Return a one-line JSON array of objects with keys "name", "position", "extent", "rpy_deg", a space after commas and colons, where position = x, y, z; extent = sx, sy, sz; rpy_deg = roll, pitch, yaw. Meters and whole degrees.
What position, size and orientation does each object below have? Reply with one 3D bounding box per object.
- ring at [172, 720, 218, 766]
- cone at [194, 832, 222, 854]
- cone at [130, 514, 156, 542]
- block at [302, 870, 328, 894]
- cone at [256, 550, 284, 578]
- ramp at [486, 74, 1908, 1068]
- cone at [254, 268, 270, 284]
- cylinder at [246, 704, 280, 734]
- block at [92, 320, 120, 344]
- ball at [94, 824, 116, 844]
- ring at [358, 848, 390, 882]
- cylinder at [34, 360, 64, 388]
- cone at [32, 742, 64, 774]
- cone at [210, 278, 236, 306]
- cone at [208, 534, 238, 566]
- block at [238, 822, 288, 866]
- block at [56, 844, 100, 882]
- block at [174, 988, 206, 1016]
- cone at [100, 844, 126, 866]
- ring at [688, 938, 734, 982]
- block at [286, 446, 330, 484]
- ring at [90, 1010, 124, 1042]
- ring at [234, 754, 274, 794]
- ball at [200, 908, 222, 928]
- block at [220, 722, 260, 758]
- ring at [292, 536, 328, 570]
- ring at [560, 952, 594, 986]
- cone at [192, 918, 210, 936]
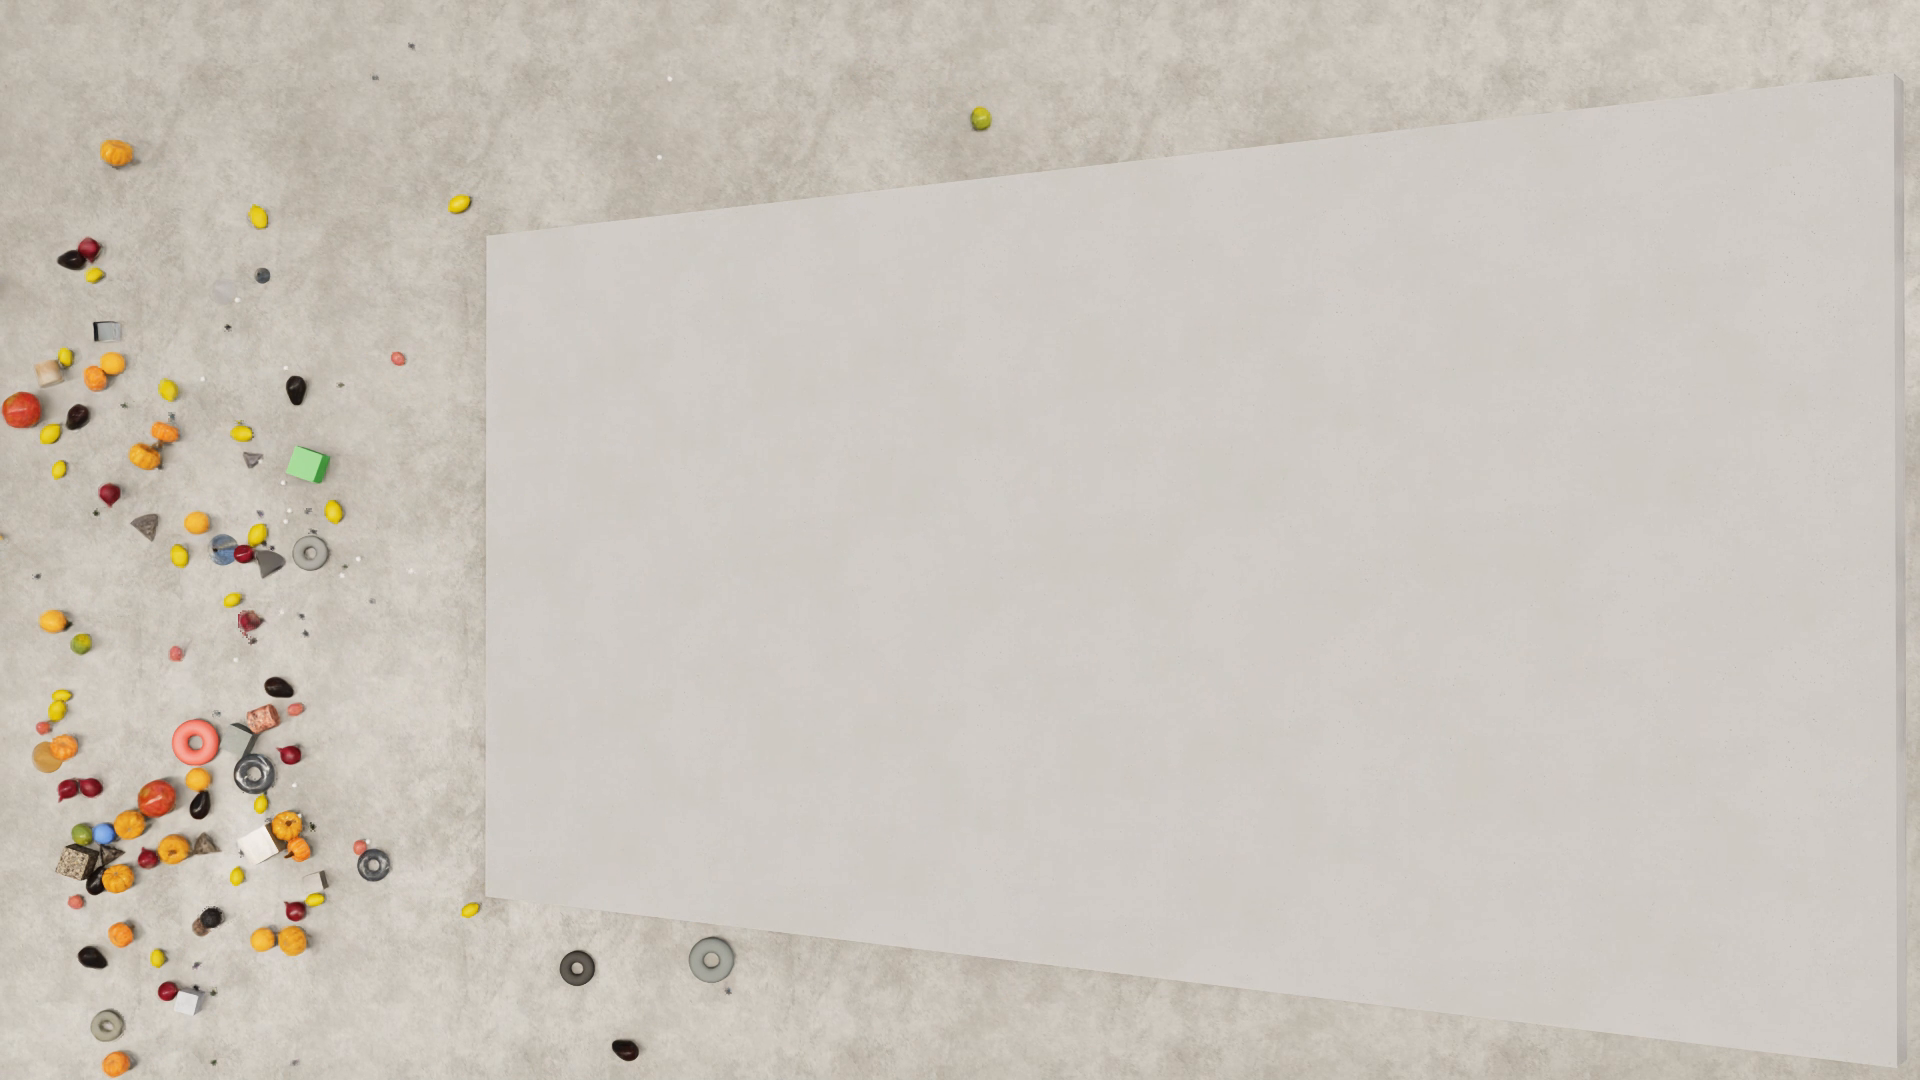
[{"name": "ring", "position": [-2.334, 0.619, 6.713], "extent": [0.143, 0.048, 0.143], "rpy_deg": [0, 91, 0]}, {"name": "cone", "position": [-2.290, 0.938, 6.717], "extent": [0.074, 0.074, 0.074], "rpy_deg": [28, 90, -26]}, {"name": "cone", "position": [-2.483, -0.027, 6.724], "extent": [0.079, 0.079, 0.079], "rpy_deg": [-10, 116, 0]}, {"name": "block", "position": [-1.966, 1.043, 6.706], "extent": [0.054, 0.054, 0.054], "rpy_deg": [-16, 90, 0]}, {"name": "cone", "position": [-2.122, 0.089, 6.722], "extent": [0.083, 0.083, 0.083], "rpy_deg": [30, 116, 0]}, {"name": "ramp", "position": [0.251, 0.069, 5.580], "extent": [4.000, 0.100, 2.000], "rpy_deg": [0, 89, 34]}, {"name": "cone", "position": [-2.141, -0.812, 6.723], "extent": [0.050, 0.050, 0.050], "rpy_deg": [0, 90, 0]}, {"name": "cylinder", "position": [-2.123, 0.544, 6.701], "extent": [0.072, 0.072, 0.072], "rpy_deg": [-22, 90, 0]}, {"name": "block", "position": [-2.606, -0.635, 6.717], "extent": [0.058, 0.058, 0.058], "rpy_deg": [-5, 90, 0]}, {"name": "ball", "position": [-2.607, 0.897, 6.703], "extent": [0.062, 0.062, 0.062], "rpy_deg": [0, 90, 0]}, {"name": "ring", "position": [-1.791, 0.993, 6.716], "extent": [0.102, 0.034, 0.102], "rpy_deg": [0, 91, 1]}, {"name": "cylinder", "position": [-2.780, -0.508, 6.711], "extent": [0.068, 0.068, 0.068], "rpy_deg": [-19, 90, 0]}, {"name": "cone", "position": [-2.795, 0.665, 6.687], "extent": [0.098, 0.098, 0.098], "rpy_deg": [0, 90, 0]}, {"name": "cone", "position": [-2.261, -0.762, 6.706], "extent": [0.082, 0.082, 0.082], "rpy_deg": [0, 90, 0]}, {"name": "cone", "position": [-2.259, 0.030, 6.693], "extent": [0.097, 0.097, 0.097], "rpy_deg": [0, 90, 0]}, {"name": "block", "position": [-2.120, 0.924, 6.687], "extent": [0.092, 0.092, 0.092], "rpy_deg": [-29, 90, 0]}, {"name": "block", "position": [-2.685, 0.980, 6.692], "extent": [0.082, 0.082, 0.082], "rpy_deg": [19, 90, 0]}, {"name": "block", "position": [-2.347, 1.405, 6.699], "extent": [0.062, 0.062, 0.062], "rpy_deg": [15, 90, 0]}, {"name": "cone", "position": [-2.584, 0.959, 6.717], "extent": [0.070, 0.070, 0.070], "rpy_deg": [-5, 89, -27]}, {"name": "ring", "position": [-0.758, 1.282, 6.708], "extent": [0.139, 0.046, 0.139], "rpy_deg": [0, 89, -1]}, {"name": "block", "position": [-1.985, -0.229, 6.699], "extent": [0.087, 0.087, 0.087], "rpy_deg": [20, 90, 0]}, {"name": "ring", "position": [-2.603, 1.483, 6.710], "extent": [0.097, 0.032, 0.097], "rpy_deg": [0, 92, -7]}, {"name": "ring", "position": [-2.155, 0.714, 6.715], "extent": [0.126, 0.042, 0.126], "rpy_deg": [0, 90, -1]}, {"name": "ball", "position": [-2.282, 1.153, 6.700], "extent": [0.063, 0.063, 0.063], "rpy_deg": [0, 90, 0]}, {"name": "block", "position": [-2.195, 0.608, 6.698], "extent": [0.076, 0.076, 0.076], "rpy_deg": [25, 90, 0]}, {"name": "ring", "position": [-1.986, 0.040, 6.723], "extent": [0.109, 0.036, 0.109], "rpy_deg": [0, 89, -1]}, {"name": "ring", "position": [-1.168, 1.308, 6.713], "extent": [0.108, 0.036, 0.108], "rpy_deg": [0, 91, 1]}, {"name": "cone", "position": [-2.323, 1.185, 6.702], "extent": [0.058, 0.058, 0.058], "rpy_deg": [0, 90, 0]}]
